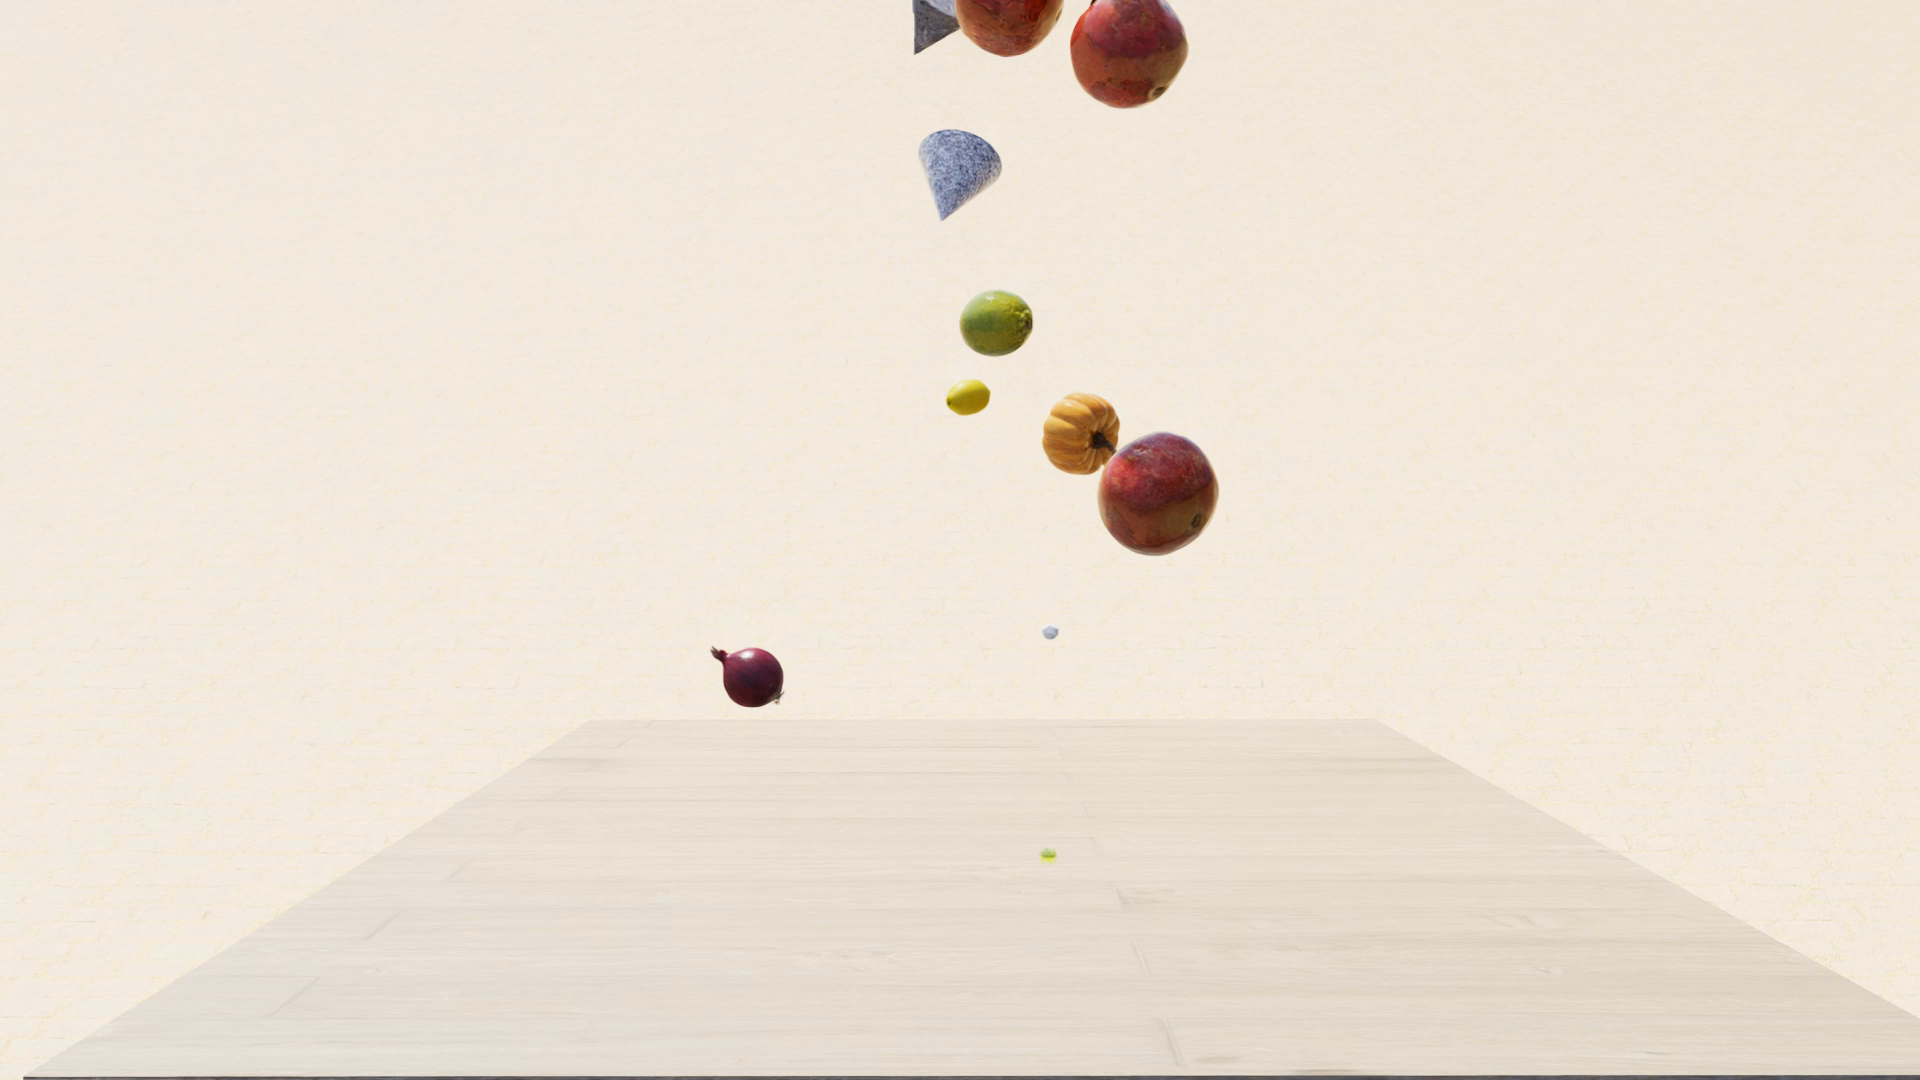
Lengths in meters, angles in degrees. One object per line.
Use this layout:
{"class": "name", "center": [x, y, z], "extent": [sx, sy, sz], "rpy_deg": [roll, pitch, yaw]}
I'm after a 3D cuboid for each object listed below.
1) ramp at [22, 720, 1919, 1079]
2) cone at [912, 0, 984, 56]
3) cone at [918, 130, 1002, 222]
{"class": "ramp", "center": [0.061, 0.547, 4.583], "extent": [2.000, 0.100, 4.000], "rpy_deg": [0, 1, 0]}
{"class": "cone", "center": [-0.030, -0.540, 2.704], "extent": [0.083, 0.083, 0.083], "rpy_deg": [19, 40, -17]}
{"class": "cone", "center": [-0.009, -0.314, 2.322], "extent": [0.078, 0.078, 0.078], "rpy_deg": [6, 54, 13]}
